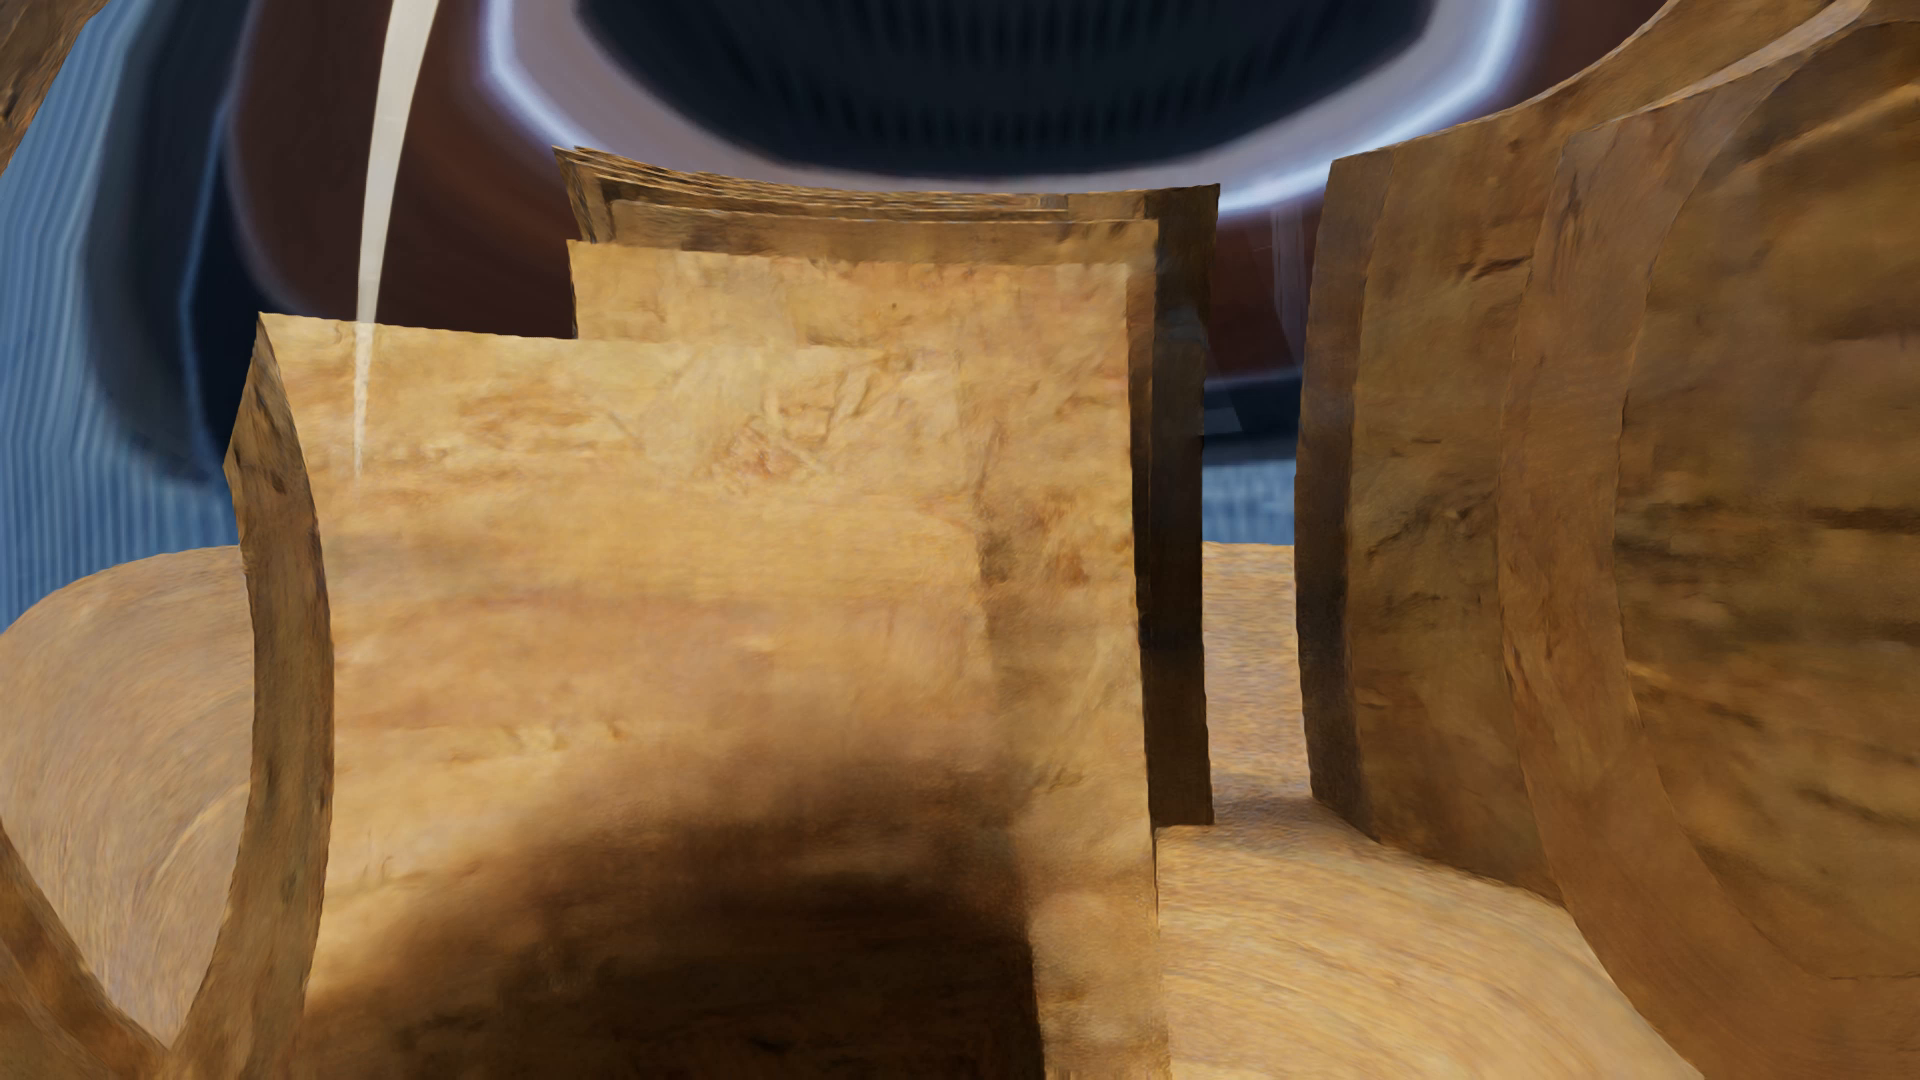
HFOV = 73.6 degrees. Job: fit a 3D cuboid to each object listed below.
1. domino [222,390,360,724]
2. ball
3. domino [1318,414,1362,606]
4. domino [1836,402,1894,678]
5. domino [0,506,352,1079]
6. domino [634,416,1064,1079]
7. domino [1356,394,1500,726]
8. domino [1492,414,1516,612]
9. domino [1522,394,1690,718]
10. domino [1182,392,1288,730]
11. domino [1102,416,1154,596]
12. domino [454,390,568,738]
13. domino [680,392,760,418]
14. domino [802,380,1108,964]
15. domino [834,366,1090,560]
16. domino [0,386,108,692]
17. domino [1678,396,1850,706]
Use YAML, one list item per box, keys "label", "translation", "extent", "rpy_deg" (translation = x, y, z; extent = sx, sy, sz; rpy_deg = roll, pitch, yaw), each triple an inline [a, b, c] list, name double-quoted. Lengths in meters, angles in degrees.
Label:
- label: "domino"
  translation: [-0.100, 0.003, 0.192]
  extent: [0.009, 0.050, 0.025]
  rpy_deg: [-1, 4, -10]
- label: "ball"
  translation: [0.002, -0.001, 0.050]
  extent: [0.080, 0.080, 0.080]
  rpy_deg: [0, 4, 0]
- label: "domino"
  translation: [0.106, -0.008, 0.346]
  extent: [0.009, 0.050, 0.025]
  rpy_deg: [3, 5, 36]
- label: "domino"
  translation: [0.158, -0.001, 0.242]
  extent: [0.025, 0.050, 0.009]
  rpy_deg: [2, 5, 27]
- label: "domino"
  translation: [-0.053, 0.017, 0.087]
  extent: [0.010, 0.025, 0.050]
  rpy_deg: [-16, 22, -16]
- label: "domino"
  translation: [-0.009, 0.013, 0.093]
  extent: [0.025, 0.050, 0.009]
  rpy_deg: [-1, -35, -8]
- label: "domino"
  translation: [0.074, 0.002, 0.205]
  extent: [0.010, 0.050, 0.025]
  rpy_deg: [-1, 4, -8]
- label: "domino"
  translation: [0.130, -0.007, 0.326]
  extent: [0.025, 0.050, 0.009]
  rpy_deg: [-4, 6, -44]
- label: "domino"
  translation: [0.105, 0.002, 0.211]
  extent: [0.009, 0.050, 0.025]
  rpy_deg: [-1, 4, -12]
- label: "domino"
  translation: [0.043, 0.002, 0.202]
  extent: [0.009, 0.050, 0.025]
  rpy_deg: [0, 4, -3]
- label: "domino"
  translation: [0.048, -0.010, 0.368]
  extent: [0.009, 0.050, 0.025]
  rpy_deg: [0, 4, -3]
- label: "domino"
  translation: [-0.068, 0.003, 0.196]
  extent: [0.009, 0.050, 0.025]
  rpy_deg: [0, 4, -5]
- label: "domino"
  translation: [-0.036, 0.003, 0.199]
  extent: [0.009, 0.050, 0.025]
  rpy_deg: [0, 4, -5]
- label: "domino"
  translation: [-0.002, 0.010, 0.111]
  extent: [0.025, 0.050, 0.010]
  rpy_deg: [0, -25, -2]
- label: "domino"
  translation: [0.000, 0.008, 0.131]
  extent: [0.025, 0.050, 0.009]
  rpy_deg: [0, 4, 2]
- label: "domino"
  translation: [-0.130, 0.004, 0.183]
  extent: [0.009, 0.050, 0.025]
  rpy_deg: [-2, 5, -25]
- label: "domino"
  translation: [0.136, 0.001, 0.220]
  extent: [0.009, 0.050, 0.025]
  rpy_deg: [-2, 5, -25]
